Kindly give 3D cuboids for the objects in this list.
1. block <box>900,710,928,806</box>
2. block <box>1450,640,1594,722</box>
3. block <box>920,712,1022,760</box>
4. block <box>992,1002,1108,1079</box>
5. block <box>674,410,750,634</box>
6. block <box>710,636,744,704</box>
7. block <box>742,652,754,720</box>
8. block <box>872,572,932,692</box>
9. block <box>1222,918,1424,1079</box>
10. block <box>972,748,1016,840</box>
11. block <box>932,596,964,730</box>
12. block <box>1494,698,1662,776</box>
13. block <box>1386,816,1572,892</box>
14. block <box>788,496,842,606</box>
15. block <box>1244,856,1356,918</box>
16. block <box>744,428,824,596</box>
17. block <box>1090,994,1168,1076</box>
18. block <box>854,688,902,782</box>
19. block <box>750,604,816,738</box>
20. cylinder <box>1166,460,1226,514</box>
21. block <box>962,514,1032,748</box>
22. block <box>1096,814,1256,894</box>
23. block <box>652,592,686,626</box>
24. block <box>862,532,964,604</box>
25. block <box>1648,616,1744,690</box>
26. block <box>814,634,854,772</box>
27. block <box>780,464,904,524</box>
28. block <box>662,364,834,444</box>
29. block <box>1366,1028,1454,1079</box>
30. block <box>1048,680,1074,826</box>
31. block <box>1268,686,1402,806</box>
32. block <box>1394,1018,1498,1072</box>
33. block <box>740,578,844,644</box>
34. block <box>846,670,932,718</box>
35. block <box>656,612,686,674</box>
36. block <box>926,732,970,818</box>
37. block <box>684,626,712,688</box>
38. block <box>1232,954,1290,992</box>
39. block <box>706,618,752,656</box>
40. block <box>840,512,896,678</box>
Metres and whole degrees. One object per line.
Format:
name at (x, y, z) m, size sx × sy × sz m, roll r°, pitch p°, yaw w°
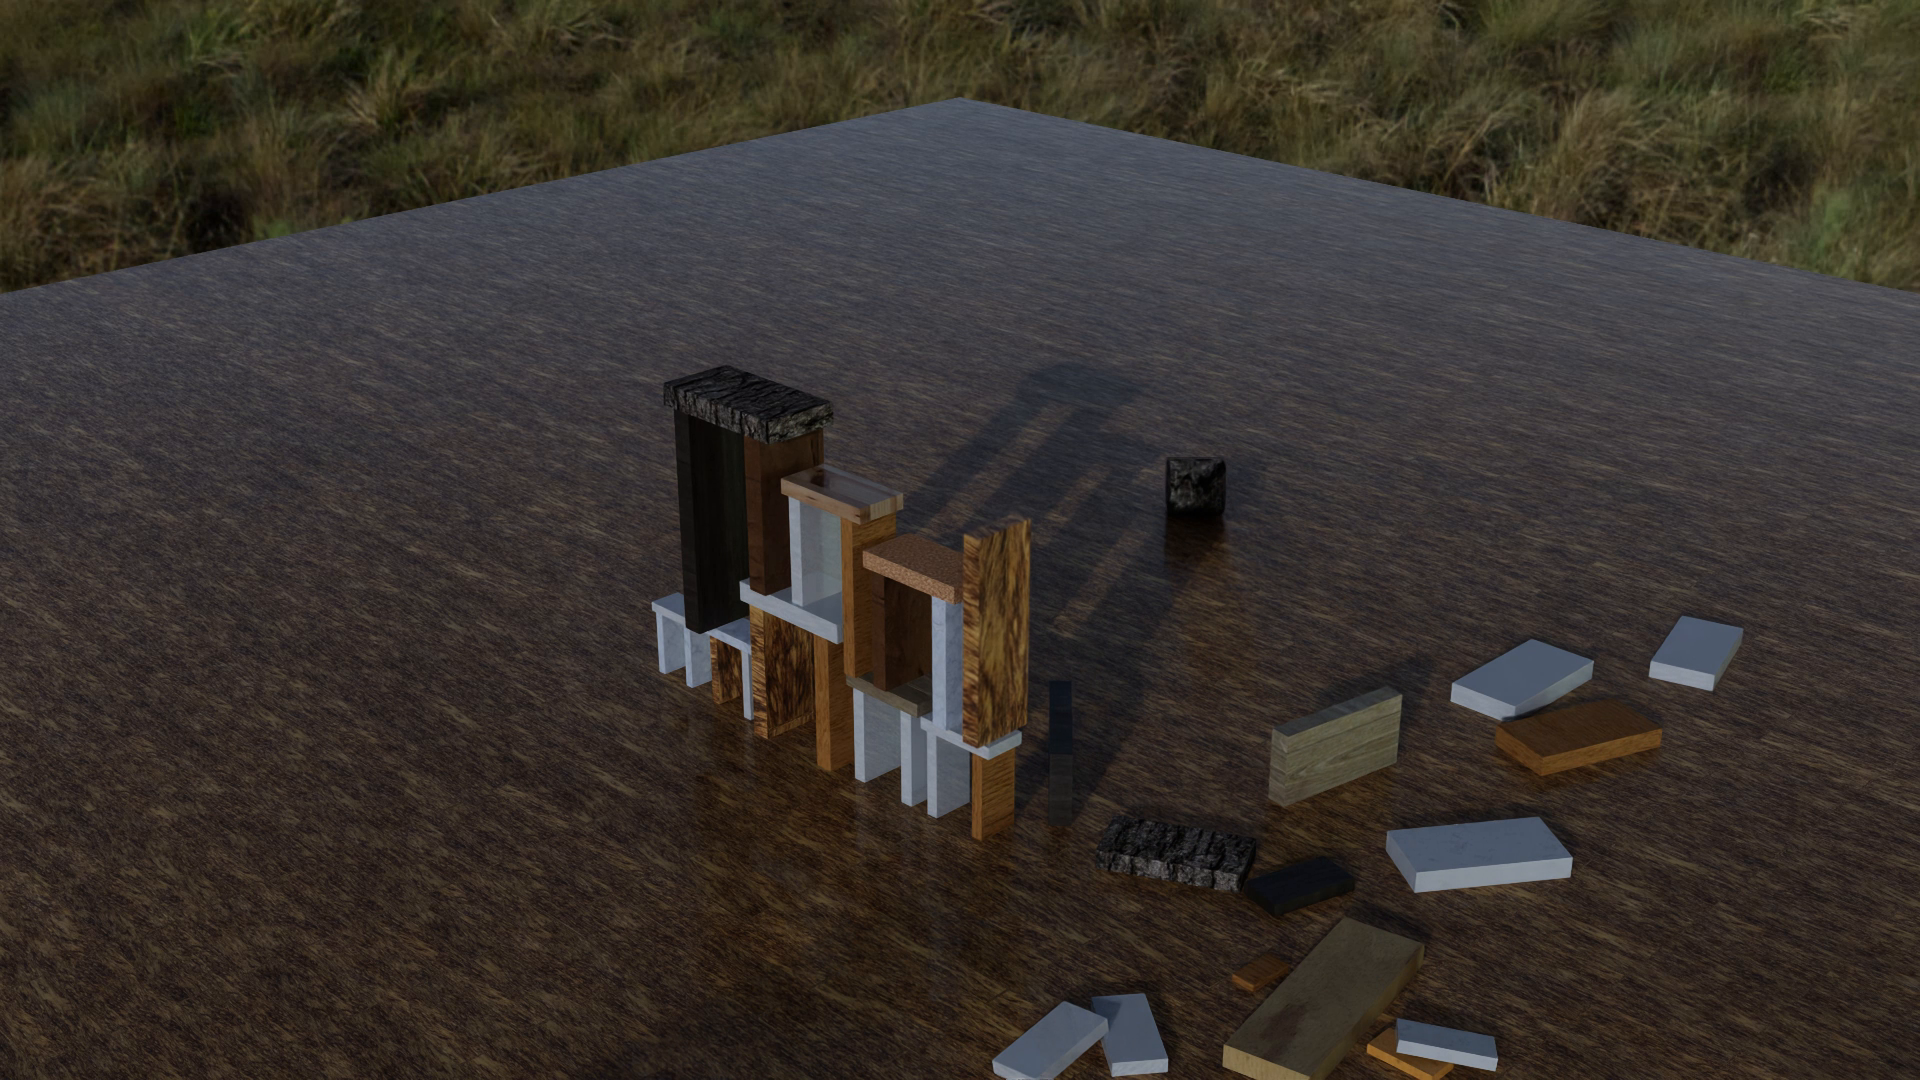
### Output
block at (-0.072, 0.428, 4.482) m, size 0.030 × 0.211 × 0.105 m, roll 21°, pitch 31°, yaw 41°
block at (1.268, 0.317, 4.955) m, size 0.324 × 0.046 × 0.162 m, roll -21°, pitch 31°, yaw -40°
block at (0.021, 0.377, 4.357) m, size 0.188 × 0.027 × 0.094 m, roll 21°, pitch 31°, yaw 40°
block at (0.153, 0.848, 3.691) m, size 0.095 × 0.027 × 0.190 m, roll 13°, pitch 32°, yaw 41°
block at (-0.525, -0.059, 4.774) m, size 0.172 × 0.510 × 0.049 m, roll -21°, pitch 31°, yaw -41°
block at (-0.515, 0.277, 4.901) m, size 0.081 × 0.162 × 0.023 m, roll -21°, pitch 31°, yaw -41°
block at (-0.439, 0.307, 4.830) m, size 0.023 × 0.162 × 0.081 m, roll 21°, pitch 31°, yaw 41°
block at (-0.117, 0.165, 4.428) m, size 0.128 × 0.256 × 0.036 m, roll -21°, pitch 31°, yaw -40°
block at (0.636, 0.803, 3.812) m, size 0.158 × 0.045 × 0.468 m, roll 15°, pitch 27°, yaw 31°
block at (0.066, 0.493, 4.358) m, size 0.027 × 0.188 × 0.094 m, roll 21°, pitch 31°, yaw 40°
block at (0.004, 0.224, 4.323) m, size 0.036 × 0.281 × 0.128 m, roll 21°, pitch 31°, yaw 40°
block at (1.325, 0.420, 4.713) m, size 0.315 × 0.045 × 0.158 m, roll -10°, pitch 25°, yaw -22°
block at (1.006, 0.609, 4.268) m, size 0.315 × 0.045 × 0.157 m, roll -4°, pitch 23°, yaw -9°
block at (-0.295, 0.008, 4.543) m, size 0.118 × 0.236 × 0.033 m, roll -21°, pitch 31°, yaw -41°
block at (0.645, 0.657, 4.177) m, size 0.190 × 0.027 × 0.095 m, roll -13°, pitch 26°, yaw -27°
block at (-0.363, -0.072, 4.592) m, size 0.049 × 0.345 × 0.172 m, roll 21°, pitch 31°, yaw 41°
block at (0.287, 0.841, 3.745) m, size 0.095 × 0.027 × 0.190 m, roll -3°, pitch 23°, yaw -7°
block at (-0.171, 0.389, 4.574) m, size 0.030 × 0.211 × 0.105 m, roll 21°, pitch 31°, yaw 41°
block at (-0.376, 0.262, 4.751) m, size 0.043 × 0.307 × 0.153 m, roll 21°, pitch 31°, yaw 41°
cylinder at (0.633, -0.143, 5.909) m, size 0.147 × 0.147 × 0.147 m, roll 0°, pitch 23°, yaw 0°
block at (0.070, 0.176, 4.231) m, size 0.040 × 0.440 × 0.143 m, roll 21°, pitch 31°, yaw 39°
block at (0.420, 0.609, 4.274) m, size 0.285 × 0.040 × 0.143 m, roll 8°, pitch 24°, yaw 17°
block at (-0.621, 0.160, 4.973) m, size 0.149 × 0.021 × 0.075 m, roll 21°, pitch 31°, yaw 41°
block at (-0.057, 0.054, 4.316) m, size 0.256 × 0.036 × 0.128 m, roll 21°, pitch 31°, yaw 41°
block at (1.707, 0.260, 5.096) m, size 0.143 × 0.040 × 0.285 m, roll 13°, pitch 26°, yaw 28°
block at (-0.232, 0.318, 4.618) m, size 0.043 × 0.307 × 0.153 m, roll 21°, pitch 31°, yaw 41°
block at (-0.239, -0.094, 4.439) m, size 0.236 × 0.033 × 0.118 m, roll 21°, pitch 31°, yaw 40°
block at (-0.444, -0.285, 4.590) m, size 0.172 × 0.049 × 0.345 m, roll -21°, pitch 31°, yaw -41°
block at (0.756, 0.867, 3.694) m, size 0.129 × 0.018 × 0.064 m, roll 21°, pitch 31°, yaw 40°
block at (0.207, 0.435, 4.528) m, size 0.046 × 0.162 × 0.324 m, roll 1°, pitch 23°, yaw 2°
block at (0.778, 0.426, 4.550) m, size 0.324 × 0.162 × 0.046 m, roll -16°, pitch 27°, yaw -32°
block at (0.816, 0.847, 3.694) m, size 0.164 × 0.023 × 0.082 m, roll 10°, pitch 15°, yaw 6°
block at (-0.304, 0.129, 4.616) m, size 0.307 × 0.043 × 0.153 m, roll 21°, pitch 31°, yaw 41°
block at (-0.122, 0.298, 4.481) m, size 0.105 × 0.030 × 0.211 m, roll -21°, pitch 31°, yaw -40°
block at (-0.656, 0.225, 5.039) m, size 0.021 × 0.149 × 0.075 m, roll 21°, pitch 31°, yaw 41°
block at (-0.023, 0.459, 4.439) m, size 0.094 × 0.188 × 0.027 m, roll -21°, pitch 31°, yaw -41°
block at (-0.586, 0.253, 4.974) m, size 0.021 × 0.149 × 0.075 m, roll 21°, pitch 31°, yaw 41°
block at (0.537, 0.771, 3.925) m, size 0.098 × 0.014 × 0.049 m, roll -20°, pitch 30°, yaw -38°
block at (-0.477, 0.207, 4.830) m, size 0.081 × 0.023 × 0.162 m, roll -21°, pitch 31°, yaw -41°
block at (-0.183, 0.102, 4.462) m, size 0.118 × 0.346 × 0.033 m, roll -21°, pitch 31°, yaw -40°
